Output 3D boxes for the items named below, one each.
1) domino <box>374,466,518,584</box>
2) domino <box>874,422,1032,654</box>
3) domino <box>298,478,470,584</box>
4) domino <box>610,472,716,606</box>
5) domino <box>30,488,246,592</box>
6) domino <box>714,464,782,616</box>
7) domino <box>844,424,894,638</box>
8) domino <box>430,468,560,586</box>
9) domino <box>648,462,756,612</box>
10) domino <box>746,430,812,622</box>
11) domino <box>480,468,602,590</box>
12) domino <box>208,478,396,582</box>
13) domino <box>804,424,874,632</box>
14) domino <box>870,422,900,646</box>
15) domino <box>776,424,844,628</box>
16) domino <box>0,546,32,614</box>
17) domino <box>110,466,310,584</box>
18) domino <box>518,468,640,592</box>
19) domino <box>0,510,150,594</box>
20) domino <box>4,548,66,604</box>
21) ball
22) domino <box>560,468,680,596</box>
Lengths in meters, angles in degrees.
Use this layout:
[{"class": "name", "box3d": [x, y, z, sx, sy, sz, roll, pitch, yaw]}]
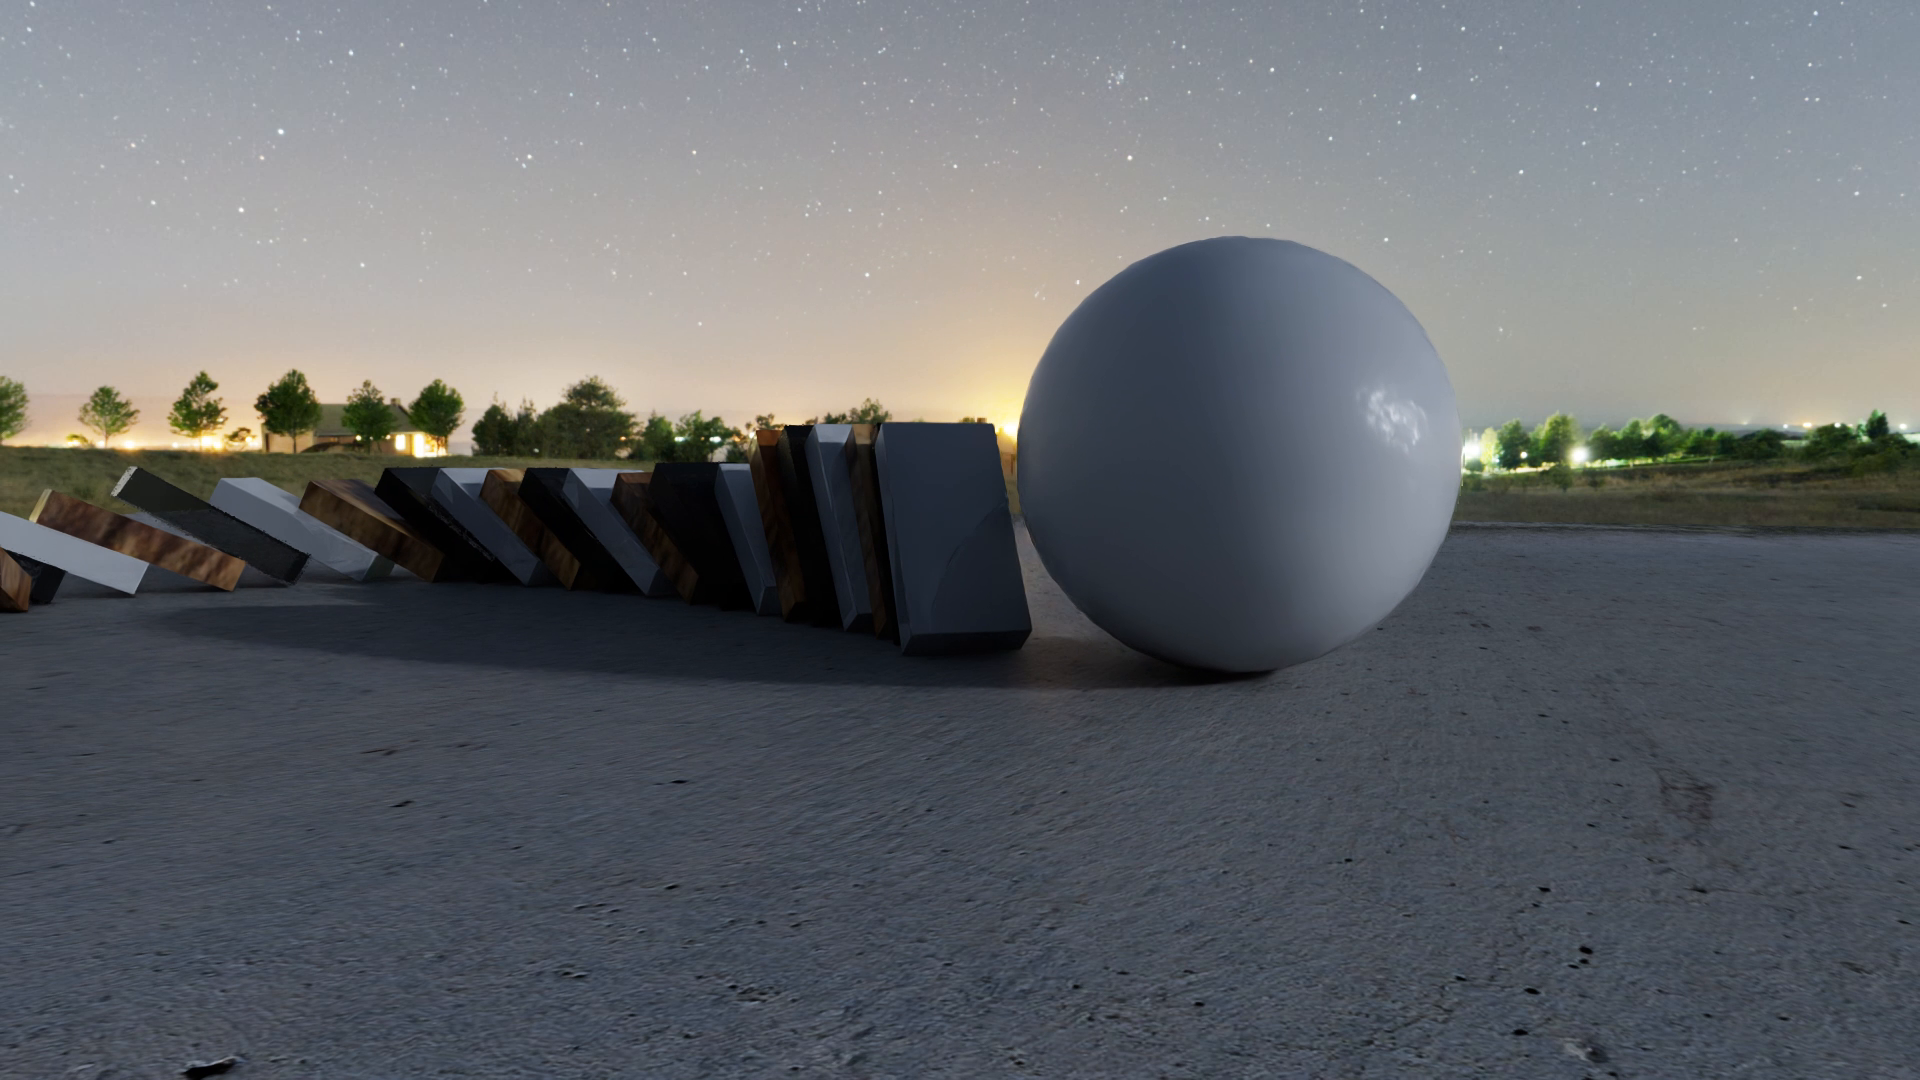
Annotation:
[{"class": "domino", "box3d": [-0.157, -0.005, 0.405, 0.050, 0.010, 0.025, 36, 16, 16]}, {"class": "domino", "box3d": [-0.002, -0.001, 0.270, 0.025, 0.050, 0.009, -1, -29, -15]}, {"class": "domino", "box3d": [-0.179, -0.003, 0.406, 0.050, 0.010, 0.025, 28, 8, 7]}, {"class": "domino", "box3d": [-0.075, -0.002, 0.359, 0.025, 0.009, 0.050, -4, 37, -43]}, {"class": "domino", "box3d": [-0.233, 0.000, 0.365, 0.050, 0.009, 0.025, 29, -15, -37]}, {"class": "domino", "box3d": [-0.046, -0.001, 0.335, 0.025, 0.009, 0.050, -1, 40, -26]}, {"class": "domino", "box3d": [-0.010, -0.003, 0.292, 0.025, 0.050, 0.009, -2, -29, -19]}, {"class": "domino", "box3d": [-0.139, -0.005, 0.400, 0.050, 0.009, 0.025, 38, 20, 22]}, {"class": "domino", "box3d": [-0.062, -0.002, 0.346, 0.025, 0.010, 0.050, -4, 42, -40]}, {"class": "domino", "box3d": [-0.036, -0.004, 0.320, 0.025, 0.050, 0.009, -2, -31, -26]}, {"class": "domino", "box3d": [-0.121, -0.004, 0.391, 0.050, 0.009, 0.025, 39, 24, 26]}, {"class": "domino", "box3d": [-0.203, -0.003, 0.400, 0.050, 0.009, 0.025, 28, 1, -6]}, {"class": "domino", "box3d": [-0.019, -0.004, 0.302, 0.025, 0.050, 0.009, -2, -28, -26]}, {"class": "domino", "box3d": [-0.004, -0.002, 0.281, 0.025, 0.050, 0.009, -1, -29, -15]}, {"class": "domino", "box3d": [-0.027, -0.004, 0.310, 0.025, 0.050, 0.009, -2, -28, -26]}, {"class": "domino", "box3d": [-0.242, 0.004, 0.301, 0.025, 0.010, 0.050, -1, -23, -17]}, {"class": "domino", "box3d": [-0.219, -0.004, 0.376, 0.050, 0.009, 0.025, 36, -19, -33]}, {"class": "domino", "box3d": [-0.107, -0.004, 0.382, 0.050, 0.010, 0.025, 40, 25, 28]}, {"class": "domino", "box3d": [-0.252, 0.001, 0.350, 0.050, 0.009, 0.025, 29, -16, -35]}, {"class": "domino", "box3d": [-0.262, 0.002, 0.328, 0.025, 0.010, 0.050, 2, -22, 36]}, {"class": "ball", "box3d": [0.050, -0.015, 0.238, 0.080, 0.080, 0.080, 0, 4, 0]}, {"class": "domino", "box3d": [-0.092, -0.003, 0.372, 0.025, 0.010, 0.050, -2, 36, -50]}]
